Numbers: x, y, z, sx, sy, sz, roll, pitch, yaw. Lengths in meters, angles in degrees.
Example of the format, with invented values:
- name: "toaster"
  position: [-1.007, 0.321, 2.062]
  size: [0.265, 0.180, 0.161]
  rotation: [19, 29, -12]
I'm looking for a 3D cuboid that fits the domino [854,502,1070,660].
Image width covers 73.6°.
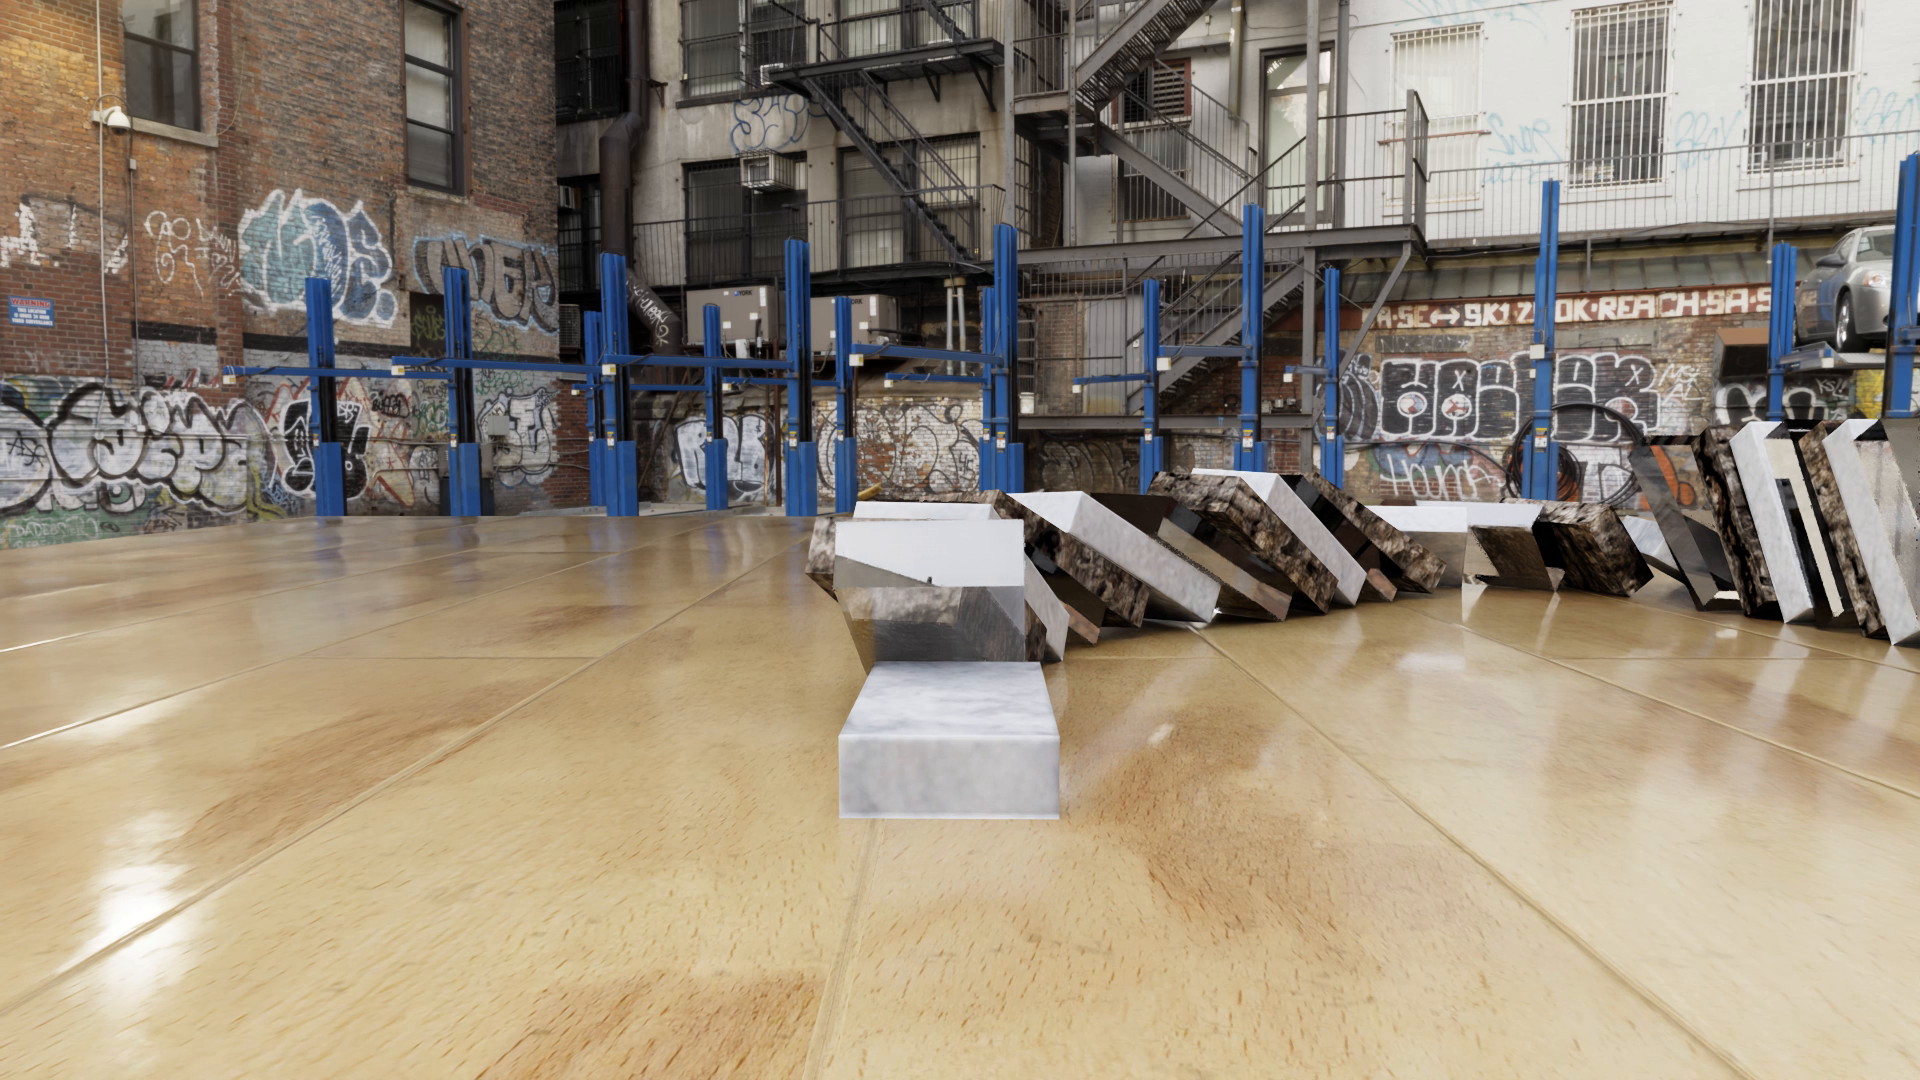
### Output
- name: "domino"
  position: [0.001, 0.009, 0.238]
  size: [0.025, 0.010, 0.050]
  rotation: [2, -24, 22]

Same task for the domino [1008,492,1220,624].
- name: "domino"
  position: [0.034, 0.004, 0.292]
  size: [0.050, 0.009, 0.025]
  rotation: [31, -19, -35]

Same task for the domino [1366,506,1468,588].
- name: "domino"
  position: [0.123, 0.002, 0.382]
  size: [0.050, 0.009, 0.025]
  rotation: [1, -40, 18]

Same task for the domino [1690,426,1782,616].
- name: "domino"
  position: [0.206, -0.005, 0.323]
  size: [0.025, 0.050, 0.009]
  rotation: [0, -28, 0]

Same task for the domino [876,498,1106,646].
- name: "domino"
  position: [0.006, 0.007, 0.261]
  size: [0.025, 0.010, 0.050]
  rotation: [3, -23, 39]

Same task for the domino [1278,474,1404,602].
- name: "domino"
  position: [0.094, -0.001, 0.344]
  size: [0.050, 0.009, 0.025]
  rotation: [36, -16, -31]

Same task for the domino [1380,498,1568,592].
- name: "domino"
  position: [0.152, 0.001, 0.386]
  size: [0.050, 0.025, 0.009]
  rotation: [5, 46, 49]

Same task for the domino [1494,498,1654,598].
- name: "domino"
  position: [0.177, 0.001, 0.379]
  size: [0.009, 0.025, 0.050]
  rotation: [-37, 11, -7]

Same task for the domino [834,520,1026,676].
- name: "domino"
  position: [-0.003, 0.012, 0.192]
  size: [0.025, 0.009, 0.050]
  rotation: [-1, -24, 3]

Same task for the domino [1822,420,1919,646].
- name: "domino"
  position: [0.210, -0.002, 0.278]
  size: [0.025, 0.050, 0.009]
  rotation: [0, -26, 0]

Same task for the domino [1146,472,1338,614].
- name: "domino"
  position: [0.069, 0.001, 0.314]
  size: [0.025, 0.009, 0.050]
  rotation: [8, -24, 49]

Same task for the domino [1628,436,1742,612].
- name: "domino"
  position: [0.199, -0.005, 0.338]
  size: [0.025, 0.050, 0.009]
  rotation: [0, -35, -6]

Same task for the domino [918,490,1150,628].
- name: "domino"
  position: [0.015, 0.005, 0.278]
  size: [0.050, 0.009, 0.025]
  rotation: [31, -22, -36]

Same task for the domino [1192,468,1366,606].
- name: "domino"
  position: [0.081, -0.001, 0.328]
  size: [0.025, 0.009, 0.050]
  rotation: [8, -24, 48]

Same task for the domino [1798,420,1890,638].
- name: "domino"
  position: [0.212, -0.003, 0.289]
  size: [0.025, 0.050, 0.009]
  rotation: [0, -26, 0]

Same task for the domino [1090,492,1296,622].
- name: "domino"
  position: [0.054, 0.004, 0.304]
  size: [0.050, 0.009, 0.025]
  rotation: [30, -15, -36]

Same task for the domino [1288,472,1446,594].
- name: "domino"
  position: [0.108, -0.002, 0.358]
  size: [0.050, 0.009, 0.025]
  rotation: [31, -9, -18]

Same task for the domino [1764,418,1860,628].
- name: "domino"
  position: [0.210, -0.004, 0.300]
  size: [0.025, 0.050, 0.009]
  rotation: [1, -26, 0]

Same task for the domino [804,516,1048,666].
- name: "domino"
  position: [-0.004, 0.011, 0.217]
  size: [0.025, 0.009, 0.050]
  rotation: [2, -22, 20]

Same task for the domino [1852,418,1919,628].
- name: "domino"
  position: [0.209, -0.001, 0.267]
  size: [0.025, 0.050, 0.009]
  rotation: [0, -26, 0]

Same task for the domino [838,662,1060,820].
- name: "domino"
  position: [-0.001, 0.025, 0.170]
  size: [0.025, 0.009, 0.050]
  rotation: [0, 4, 1]

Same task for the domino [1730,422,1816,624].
- name: "domino"
  position: [0.208, -0.005, 0.311]
  size: [0.025, 0.050, 0.009]
  rotation: [0, -26, 0]

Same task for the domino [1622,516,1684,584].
- name: "domino"
  position: [0.204, 0.005, 0.364]
  size: [0.025, 0.009, 0.050]
  rotation: [32, 11, 10]
